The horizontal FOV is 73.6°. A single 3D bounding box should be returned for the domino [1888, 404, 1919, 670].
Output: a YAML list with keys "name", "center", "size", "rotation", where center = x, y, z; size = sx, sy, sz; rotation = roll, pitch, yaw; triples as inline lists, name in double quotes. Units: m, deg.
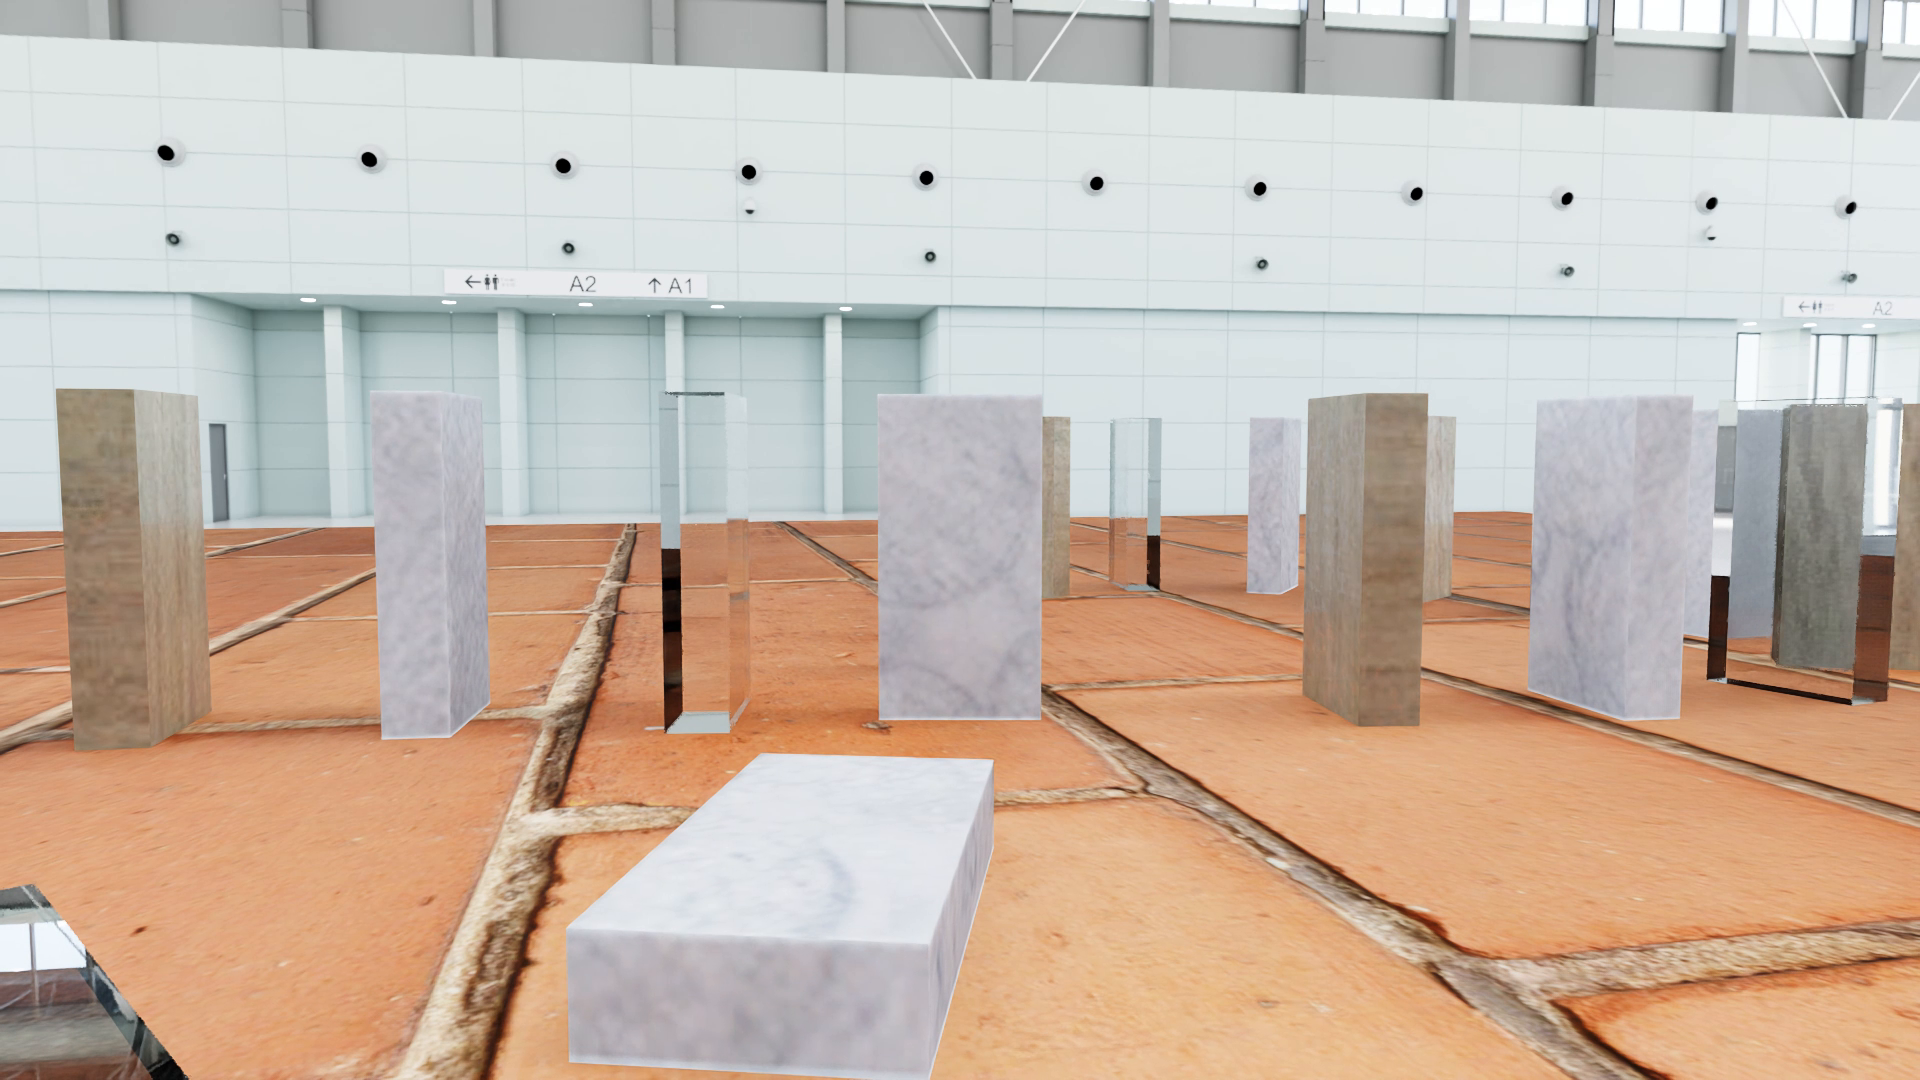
- name: "domino"
  center: [0.175, -0.001, 0.246]
  size: [0.025, 0.050, 0.010]
  rotation: [2, 5, 25]

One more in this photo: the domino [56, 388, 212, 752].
- name: "domino"
  center: [-0.121, 0.003, 0.189]
  size: [0.010, 0.050, 0.025]
  rotation: [-1, 4, -13]

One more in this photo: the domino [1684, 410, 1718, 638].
- name: "domino"
  center: [0.175, -0.004, 0.287]
  size: [0.025, 0.050, 0.009]
  rotation: [-1, 4, -18]

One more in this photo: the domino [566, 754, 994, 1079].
- name: "domino"
  center: [-0.012, 0.030, 0.111]
  size: [0.025, 0.009, 0.050]
  rotation: [0, 4, 6]

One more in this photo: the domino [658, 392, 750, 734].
- name: "domino"
  center: [-0.039, 0.003, 0.199]
  size: [0.010, 0.050, 0.025]
  rotation: [0, 4, -2]

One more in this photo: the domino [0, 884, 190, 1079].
- name: "domino"
  center: [-0.061, 0.033, 0.070]
  size: [0.025, 0.009, 0.050]
  rotation: [-4, 6, -45]

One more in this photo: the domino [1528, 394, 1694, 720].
- name: "domino"
  center: [0.105, 0.002, 0.208]
  size: [0.009, 0.050, 0.025]
  rotation: [-1, 4, -9]

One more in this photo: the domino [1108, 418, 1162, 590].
- name: "domino"
  center: [0.052, -0.011, 0.383]
  size: [0.009, 0.050, 0.025]
  rotation: [0, 4, -6]

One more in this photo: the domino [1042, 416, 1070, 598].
- name: "domino"
  center: [0.018, -0.010, 0.362]
  size: [0.025, 0.050, 0.009]
  rotation: [3, 5, 33]

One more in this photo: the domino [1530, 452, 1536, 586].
- name: "domino"
  center: [0.155, -0.007, 0.322]
  size: [0.025, 0.050, 0.010]
  rotation: [-3, 5, -38]

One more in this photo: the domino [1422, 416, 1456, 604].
- name: "domino"
  center: [0.126, -0.009, 0.352]
  size: [0.009, 0.050, 0.025]
  rotation: [4, 6, 39]

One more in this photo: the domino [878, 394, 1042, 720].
- name: "domino"
  center: [0.000, 0.002, 0.201]
  size: [0.025, 0.050, 0.009]
  rotation: [0, 4, 0]

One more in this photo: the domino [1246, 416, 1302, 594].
- name: "domino"
  center: [0.092, -0.011, 0.374]
  size: [0.009, 0.050, 0.025]
  rotation: [2, 5, 26]

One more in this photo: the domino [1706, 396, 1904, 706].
- name: "domino"
  center: [0.144, 0.001, 0.220]
  size: [0.009, 0.050, 0.025]
  rotation: [-2, 5, -25]

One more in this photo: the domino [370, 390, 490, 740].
- name: "domino"
  center: [-0.080, 0.003, 0.196]
  size: [0.009, 0.050, 0.025]
  rotation: [-1, 4, -7]

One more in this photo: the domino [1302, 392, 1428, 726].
- name: "domino"
  center: [0.064, 0.002, 0.204]
  size: [0.009, 0.050, 0.025]
  rotation: [0, 4, -4]
